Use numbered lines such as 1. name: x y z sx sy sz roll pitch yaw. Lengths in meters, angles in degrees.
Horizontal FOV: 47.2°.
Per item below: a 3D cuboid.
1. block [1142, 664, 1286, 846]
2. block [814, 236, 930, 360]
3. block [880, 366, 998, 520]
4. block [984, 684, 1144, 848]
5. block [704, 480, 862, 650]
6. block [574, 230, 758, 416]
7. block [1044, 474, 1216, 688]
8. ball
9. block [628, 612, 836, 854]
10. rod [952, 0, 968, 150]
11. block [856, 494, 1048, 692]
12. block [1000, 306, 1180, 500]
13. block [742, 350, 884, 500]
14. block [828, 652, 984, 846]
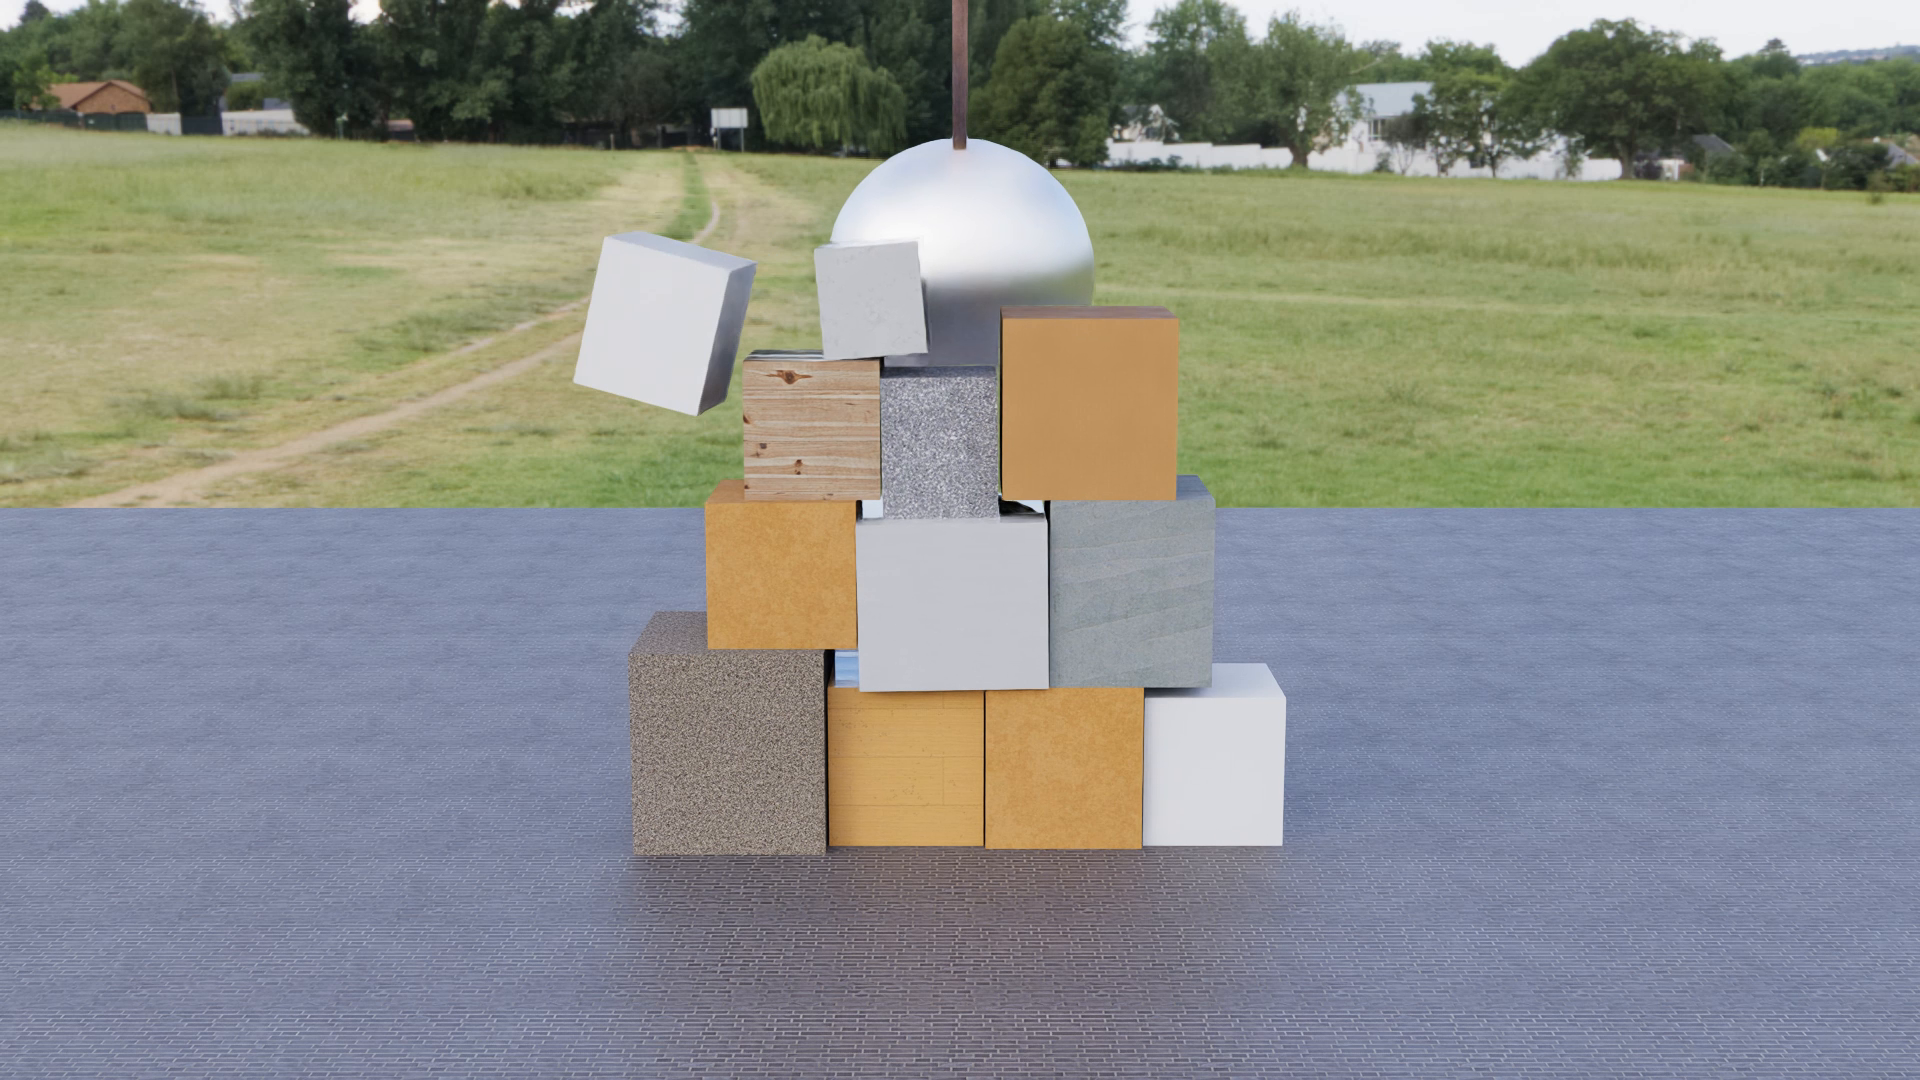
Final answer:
1. block: 1.273 1.098 11.388 0.704 0.765 0.742 0 10 0
2. block: -0.430 -1.212 10.978 0.504 0.540 0.577 -5 10 2
3. block: -0.099 -0.499 11.070 0.571 0.697 0.562 -1 10 0
4. block: 0.519 1.067 11.373 0.784 0.832 0.834 0 10 0
5. block: -0.880 0.111 11.195 0.736 0.730 0.779 0 10 0
6. block: -1.478 -1.105 11.108 0.641 0.741 0.642 15 12 4
7. block: 0.845 0.194 11.225 0.803 0.938 0.843 0 10 0
8. ball: 0.000 -1.562 13.005 1.600 1.600 1.600 0 10 0
9. block: -1.147 0.974 11.347 0.956 1.024 1.000 0 10 0
10. rod: 0.000 -4.491 11.277 0.080 5.200 0.080 0 31 0
11. block: -0.037 0.250 11.226 0.934 0.834 0.912 -1 10 0
12. block: 0.631 -0.702 11.057 0.848 0.885 0.822 0 10 0
13. block: -0.726 -0.590 11.094 0.670 0.685 0.629 0 10 0
14. block: -0.271 1.068 11.392 0.776 0.822 0.769 0 10 0
